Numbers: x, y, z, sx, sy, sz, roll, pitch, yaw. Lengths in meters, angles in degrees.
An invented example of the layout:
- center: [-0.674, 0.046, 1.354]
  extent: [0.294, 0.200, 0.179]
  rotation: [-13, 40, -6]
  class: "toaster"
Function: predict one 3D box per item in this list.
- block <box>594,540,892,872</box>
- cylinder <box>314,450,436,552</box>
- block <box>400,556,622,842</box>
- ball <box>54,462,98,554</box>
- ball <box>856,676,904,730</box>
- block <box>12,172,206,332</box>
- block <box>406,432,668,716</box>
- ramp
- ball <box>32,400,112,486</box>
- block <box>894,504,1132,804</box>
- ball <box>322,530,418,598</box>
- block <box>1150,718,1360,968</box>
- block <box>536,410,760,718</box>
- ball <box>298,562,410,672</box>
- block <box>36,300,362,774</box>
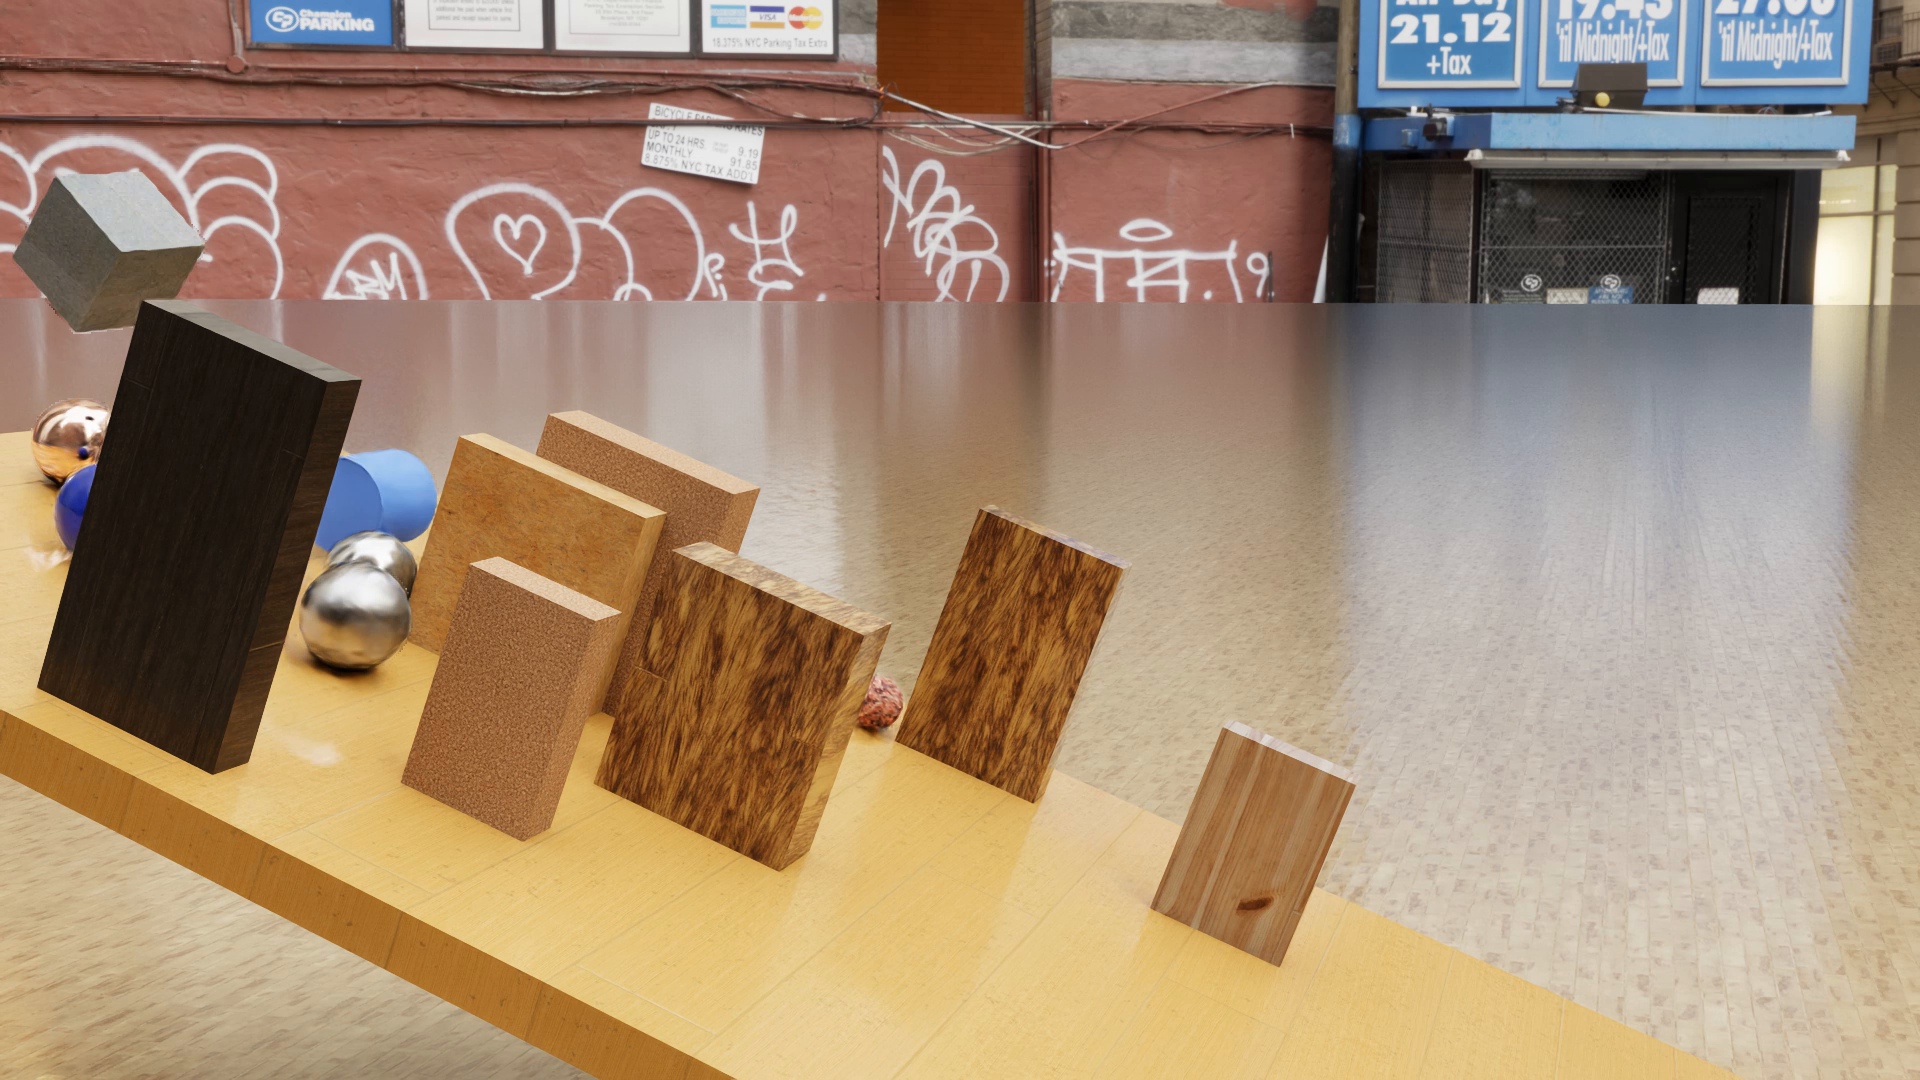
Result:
- center: [-0.398, 0.299, 4.015]
  extent: [0.390, 0.468, 0.150]
  rotation: [23, 13, 13]
  class: "block"
- center: [-1.276, -0.084, 4.743]
  extent: [0.208, 0.208, 0.208]
  rotation: [2, 8, 19]
  class: "cylinder"
- center: [-0.761, 0.267, 3.722]
  extent: [0.245, 0.408, 0.099]
  rotation: [23, 13, 13]
  class: "block"
- center: [-1.626, -0.050, 4.207]
  extent: [0.201, 0.201, 0.201]
  rotation: [0, 7, 0]
  class: "ball"
- center: [-0.186, 0.361, 4.893]
  extent: [0.121, 0.121, 0.121]
  rotation: [0, 7, 0]
  class: "ball"
- center: [-1.563, -0.531, 4.043]
  extent: [0.199, 0.199, 0.199]
  rotation: [47, 27, 12]
  class: "block"
- center: [-0.852, 0.070, 4.364]
  extent: [0.425, 0.434, 0.098]
  rotation: [23, 13, 13]
  class: "block"
- center: [-0.326, 0.590, 4.206]
  extent: [4.000, 0.100, 2.000]
  rotation: [23, 13, 13]
  class: "ramp"
- center: [-1.824, -0.198, 4.562]
  extent: [0.187, 0.187, 0.187]
  rotation: [0, 7, 0]
  class: "ball"
- center: [0.115, 0.248, 4.821]
  extent: [0.341, 0.560, 0.093]
  rotation: [23, 13, 13]
  class: "block"
- center: [-1.182, 0.073, 4.412]
  extent: [0.186, 0.186, 0.186]
  rotation: [0, 7, 0]
  class: "ball"
- center: [0.590, 0.605, 4.397]
  extent: [0.282, 0.406, 0.087]
  rotation: [23, 13, 13]
  class: "block"
- center: [-0.696, 0.062, 4.441]
  extent: [0.423, 0.521, 0.138]
  rotation: [23, 13, 13]
  class: "block"
- center: [-1.138, 0.145, 4.135]
  extent: [0.204, 0.204, 0.204]
  rotation: [0, 7, 0]
  class: "ball"
- center: [-1.228, -0.006, 3.536]
  extent: [0.353, 0.675, 0.096]
  rotation: [23, 13, 13]
  class: "block"
